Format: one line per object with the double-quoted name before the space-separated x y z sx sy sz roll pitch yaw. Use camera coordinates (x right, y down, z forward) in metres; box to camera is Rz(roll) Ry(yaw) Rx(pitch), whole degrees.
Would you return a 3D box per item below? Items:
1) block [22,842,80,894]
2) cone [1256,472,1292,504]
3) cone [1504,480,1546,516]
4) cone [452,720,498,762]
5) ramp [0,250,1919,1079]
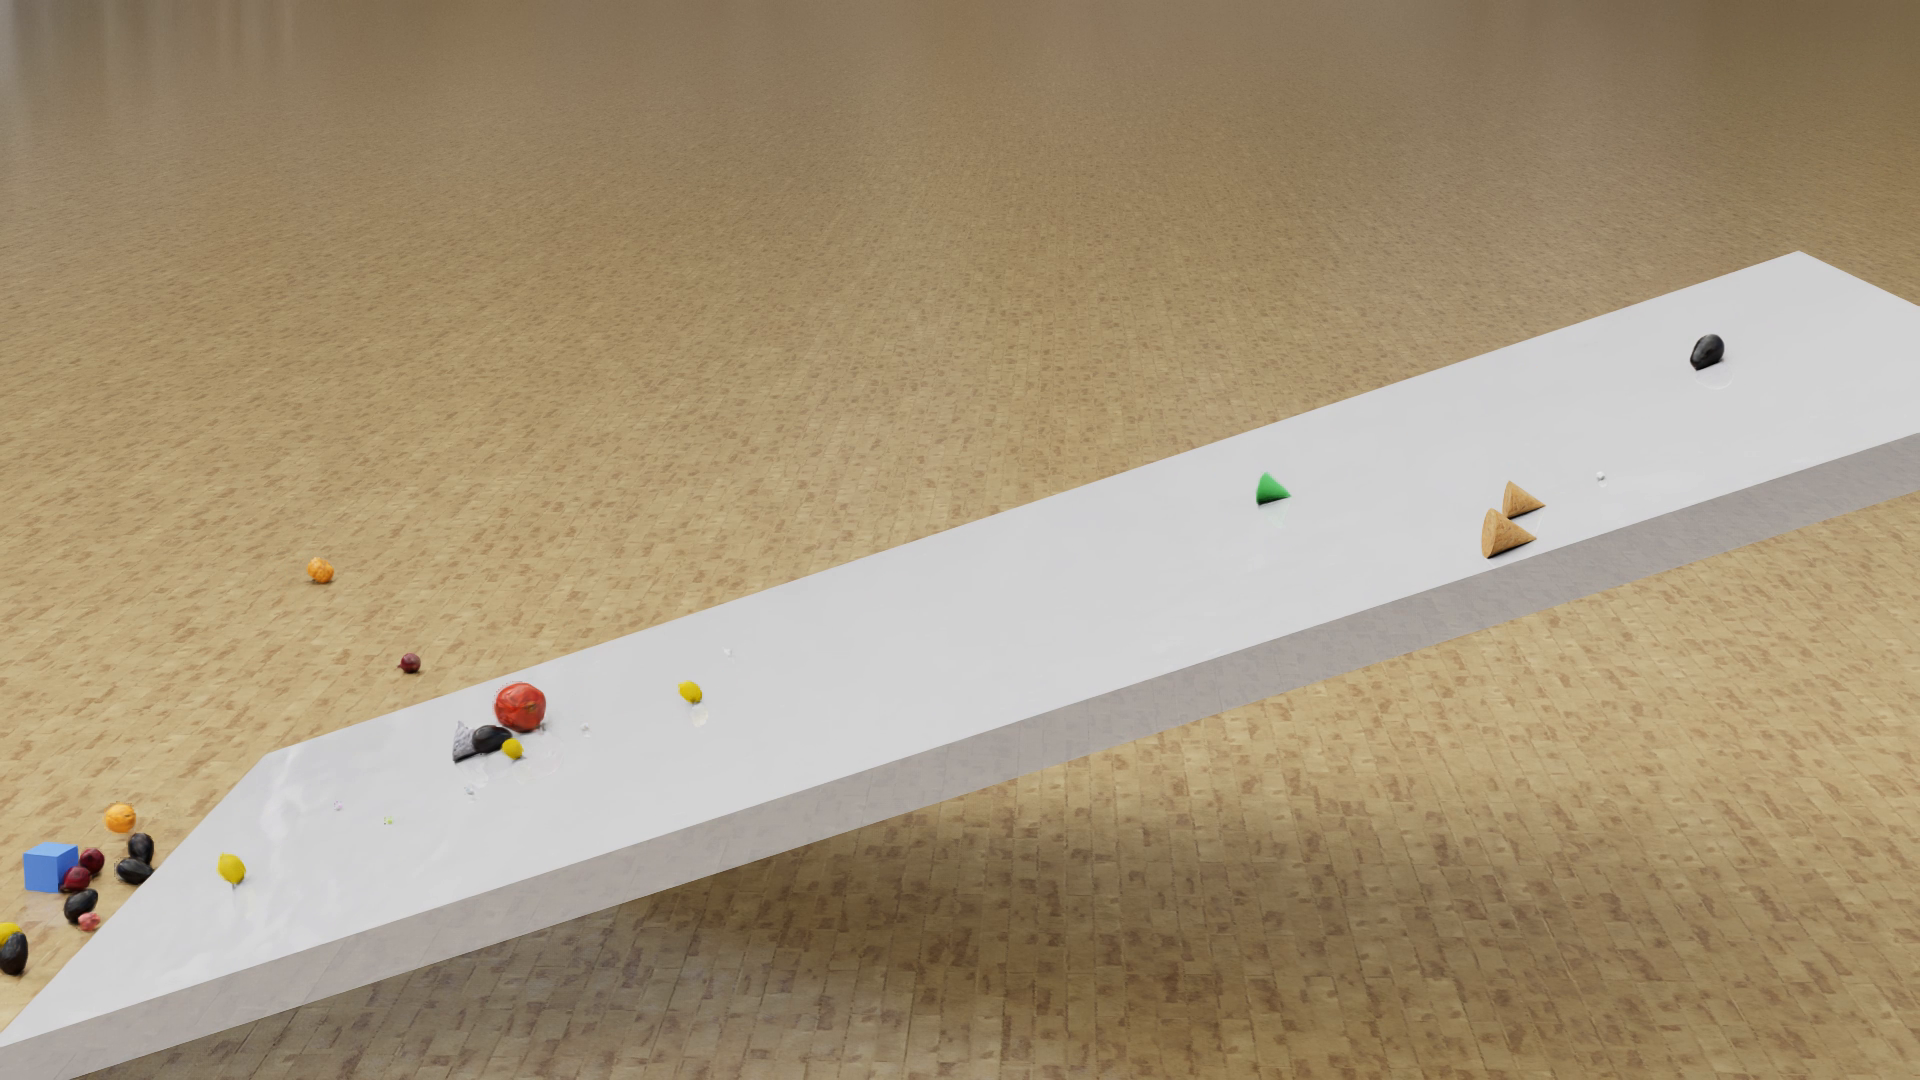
"block" -2.084 0.751 6.748 0.088 0.088 0.088 3 13 16
"cone" 0.685 -0.104 6.361 0.070 0.070 0.070 14 17 20
"cone" 1.065 -0.069 5.527 0.075 0.075 0.075 8 12 0
"cone" -1.087 0.456 6.621 0.096 0.096 0.096 7 12 -4
"ramp" 0.107 0.180 6.304 4.000 0.100 2.000 -18 11 6
